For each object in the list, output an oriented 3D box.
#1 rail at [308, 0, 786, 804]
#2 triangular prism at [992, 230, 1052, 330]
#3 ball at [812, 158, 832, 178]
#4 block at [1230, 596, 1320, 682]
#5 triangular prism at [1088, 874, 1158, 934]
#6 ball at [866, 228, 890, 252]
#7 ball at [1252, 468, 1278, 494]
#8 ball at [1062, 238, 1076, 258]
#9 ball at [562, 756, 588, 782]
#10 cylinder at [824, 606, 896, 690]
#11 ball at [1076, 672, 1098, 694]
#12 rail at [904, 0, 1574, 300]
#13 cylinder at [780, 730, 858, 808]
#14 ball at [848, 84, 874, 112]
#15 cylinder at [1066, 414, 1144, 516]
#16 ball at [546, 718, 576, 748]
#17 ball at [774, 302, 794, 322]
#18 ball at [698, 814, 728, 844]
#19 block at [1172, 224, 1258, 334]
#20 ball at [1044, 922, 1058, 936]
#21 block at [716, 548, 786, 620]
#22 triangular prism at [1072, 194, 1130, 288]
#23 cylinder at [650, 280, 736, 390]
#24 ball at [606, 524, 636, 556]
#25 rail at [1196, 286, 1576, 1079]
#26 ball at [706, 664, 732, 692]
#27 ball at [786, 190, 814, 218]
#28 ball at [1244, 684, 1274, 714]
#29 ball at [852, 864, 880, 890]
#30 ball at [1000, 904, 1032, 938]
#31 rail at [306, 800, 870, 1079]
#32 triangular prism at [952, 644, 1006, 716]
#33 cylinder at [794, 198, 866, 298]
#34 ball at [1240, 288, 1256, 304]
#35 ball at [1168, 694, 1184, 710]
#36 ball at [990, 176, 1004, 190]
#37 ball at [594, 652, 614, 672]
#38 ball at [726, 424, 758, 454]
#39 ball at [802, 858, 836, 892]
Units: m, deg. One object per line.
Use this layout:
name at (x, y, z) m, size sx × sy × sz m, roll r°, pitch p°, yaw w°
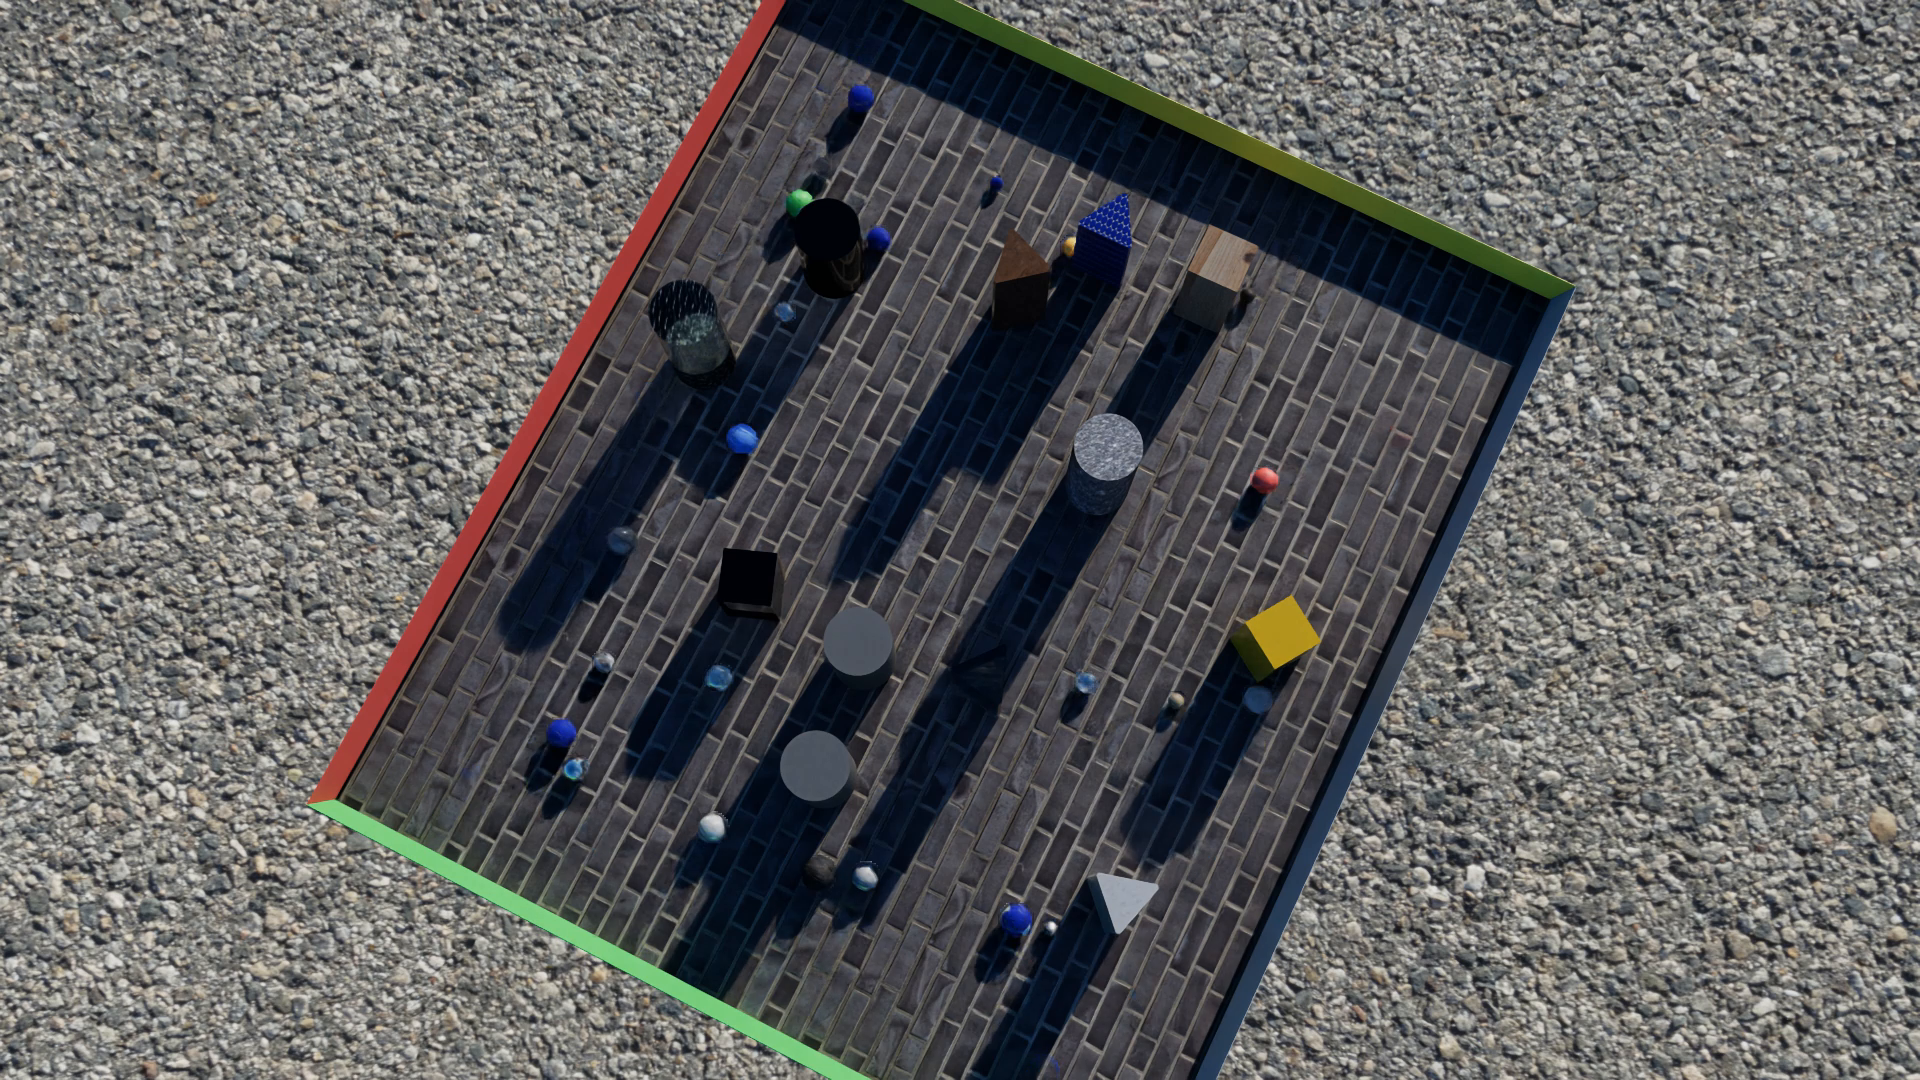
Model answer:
rail at (-1.183, -0.572, 5.668) m, size 0.045 × 0.128 × 3.120 m, roll 26°, pitch 80°, yaw 5°
triangular prism at (0.166, -0.792, 5.551) m, size 0.171 × 0.449 × 0.148 m, roll -13°, pitch 79°, yaw -3°
ball at (-0.440, -1.186, 5.831) m, size 0.061 × 0.061 × 0.061 m, roll 0°, pitch 78°, yaw 0°
block at (0.925, 0.295, 5.396) m, size 0.158 × 0.312 × 0.158 m, roll -30°, pitch 80°, yaw -6°
triangular prism at (0.430, 1.001, 5.199) m, size 0.148 × 0.412 × 0.171 m, roll 41°, pitch 81°, yaw 8°
ball at (-0.256, -0.946, 5.773) m, size 0.077 × 0.077 × 0.077 m, roll 0°, pitch 78°, yaw 0°
ball at (0.935, -0.182, 5.613) m, size 0.080 × 0.080 × 0.080 m, roll 0°, pitch 78°, yaw 0°
ball at (0.354, -0.920, 5.774) m, size 0.065 × 0.065 × 0.065 m, roll 0°, pitch 78°, yaw 0°
ball at (-1.143, 0.680, 5.437) m, size 0.077 × 0.077 × 0.077 m, roll 0°, pitch 78°, yaw 0°
cylinder at (-0.290, 0.322, 5.375) m, size 0.198 × 0.343 × 0.198 m, roll 0°, pitch 78°, yaw 0°
ball at (0.381, 0.430, 5.495) m, size 0.063 × 0.063 × 0.063 m, roll 0°, pitch 78°, yaw 0°
rail at (0.687, -1.339, 5.827) m, size 2.692 × 0.128 × 0.045 m, roll 26°, pitch 80°, yaw 5°
cylinder at (-0.405, 0.667, 5.297) m, size 0.198 × 0.356 × 0.198 m, roll 0°, pitch 78°, yaw 0°
ball at (-0.317, -1.412, 5.864) m, size 0.088 × 0.088 × 0.088 m, roll 0°, pitch 78°, yaw 0°
cylinder at (0.422, -0.219, 5.429) m, size 0.198 × 0.455 × 0.198 m, roll 0°, pitch 78°, yaw 0°
ball at (-1.186, 0.576, 5.452) m, size 0.088 × 0.088 × 0.088 m, roll 0°, pitch 78°, yaw 0°
ball at (-0.548, -0.712, 5.732) m, size 0.063 × 0.063 × 0.063 m, roll 0°, pitch 78°, yaw 0°
ball at (-0.729, 0.852, 5.395) m, size 0.088 × 0.088 × 0.088 m, roll 0°, pitch 78°, yaw 0°
block at (0.775, -0.789, 5.580) m, size 0.158 × 0.391 × 0.158 m, roll 25°, pitch 79°, yaw 5°
ball at (0.265, 1.138, 5.359) m, size 0.044 × 0.044 × 0.044 m, roll 0°, pitch 78°, yaw 0°
block at (-0.618, 0.134, 5.452) m, size 0.158 × 0.268 × 0.158 m, roll 6°, pitch 78°, yaw 1°
triangular prism at (0.462, -0.934, 5.628) m, size 0.171 × 0.357 × 0.148 m, roll 26°, pitch 80°, yaw 5°
cylinder at (-0.799, -0.611, 5.510) m, size 0.198 × 0.457 × 0.198 m, roll 0°, pitch 78°, yaw 0°
ball at (-1.029, 0.001, 5.568) m, size 0.094 × 0.094 × 0.094 m, roll 0°, pitch 78°, yaw 0°
rail at (1.183, 0.586, 5.429) m, size 0.045 × 0.128 × 3.120 m, roll 26°, pitch 80°, yaw 5°
ball at (-0.723, 0.414, 5.490) m, size 0.080 × 0.080 × 0.080 m, roll 0°, pitch 78°, yaw 0°
ball at (-0.505, -1.058, 5.788) m, size 0.093 × 0.093 × 0.093 m, roll 0°, pitch 78°, yaw 0°
ball at (0.892, 0.476, 5.474) m, size 0.087 × 0.087 × 0.087 m, roll 0°, pitch 78°, yaw 0°
ball at (-0.277, 0.989, 5.372) m, size 0.079 × 0.079 × 0.079 m, roll 0°, pitch 78°, yaw 0°
ball at (0.165, 1.110, 5.339) m, size 0.094 × 0.094 × 0.094 m, roll 0°, pitch 78°, yaw 0°
rail at (-0.687, 1.352, 5.270) m, size 2.692 × 0.128 × 0.045 m, roll 26°, pitch 80°, yaw 5°
triangular prism at (0.087, 0.391, 5.360) m, size 0.171 × 0.345 × 0.148 m, roll 35°, pitch 80°, yaw 7°
cylinder at (-0.397, -0.891, 5.628) m, size 0.198 × 0.340 × 0.198 m, roll 0°, pitch 78°, yaw 0°
ball at (0.901, -0.765, 5.742) m, size 0.048 × 0.048 × 0.048 m, roll 0°, pitch 78°, yaw 0°
ball at (0.648, 0.484, 5.491) m, size 0.049 × 0.049 × 0.049 m, roll 0°, pitch 78°, yaw 0°
ball at (0.118, -1.136, 5.830) m, size 0.042 × 0.042 × 0.042 m, roll 0°, pitch 78°, yaw 0°
ball at (-1.069, 0.368, 5.508) m, size 0.063 × 0.063 × 0.063 m, roll 0°, pitch 78°, yaw 0°
ball at (-0.670, -0.310, 5.633) m, size 0.094 × 0.094 × 0.094 m, roll 0°, pitch 78°, yaw 0°
ball at (-0.415, 0.979, 5.364) m, size 0.099 × 0.099 × 0.099 m, roll 0°, pitch 78°, yaw 0°
